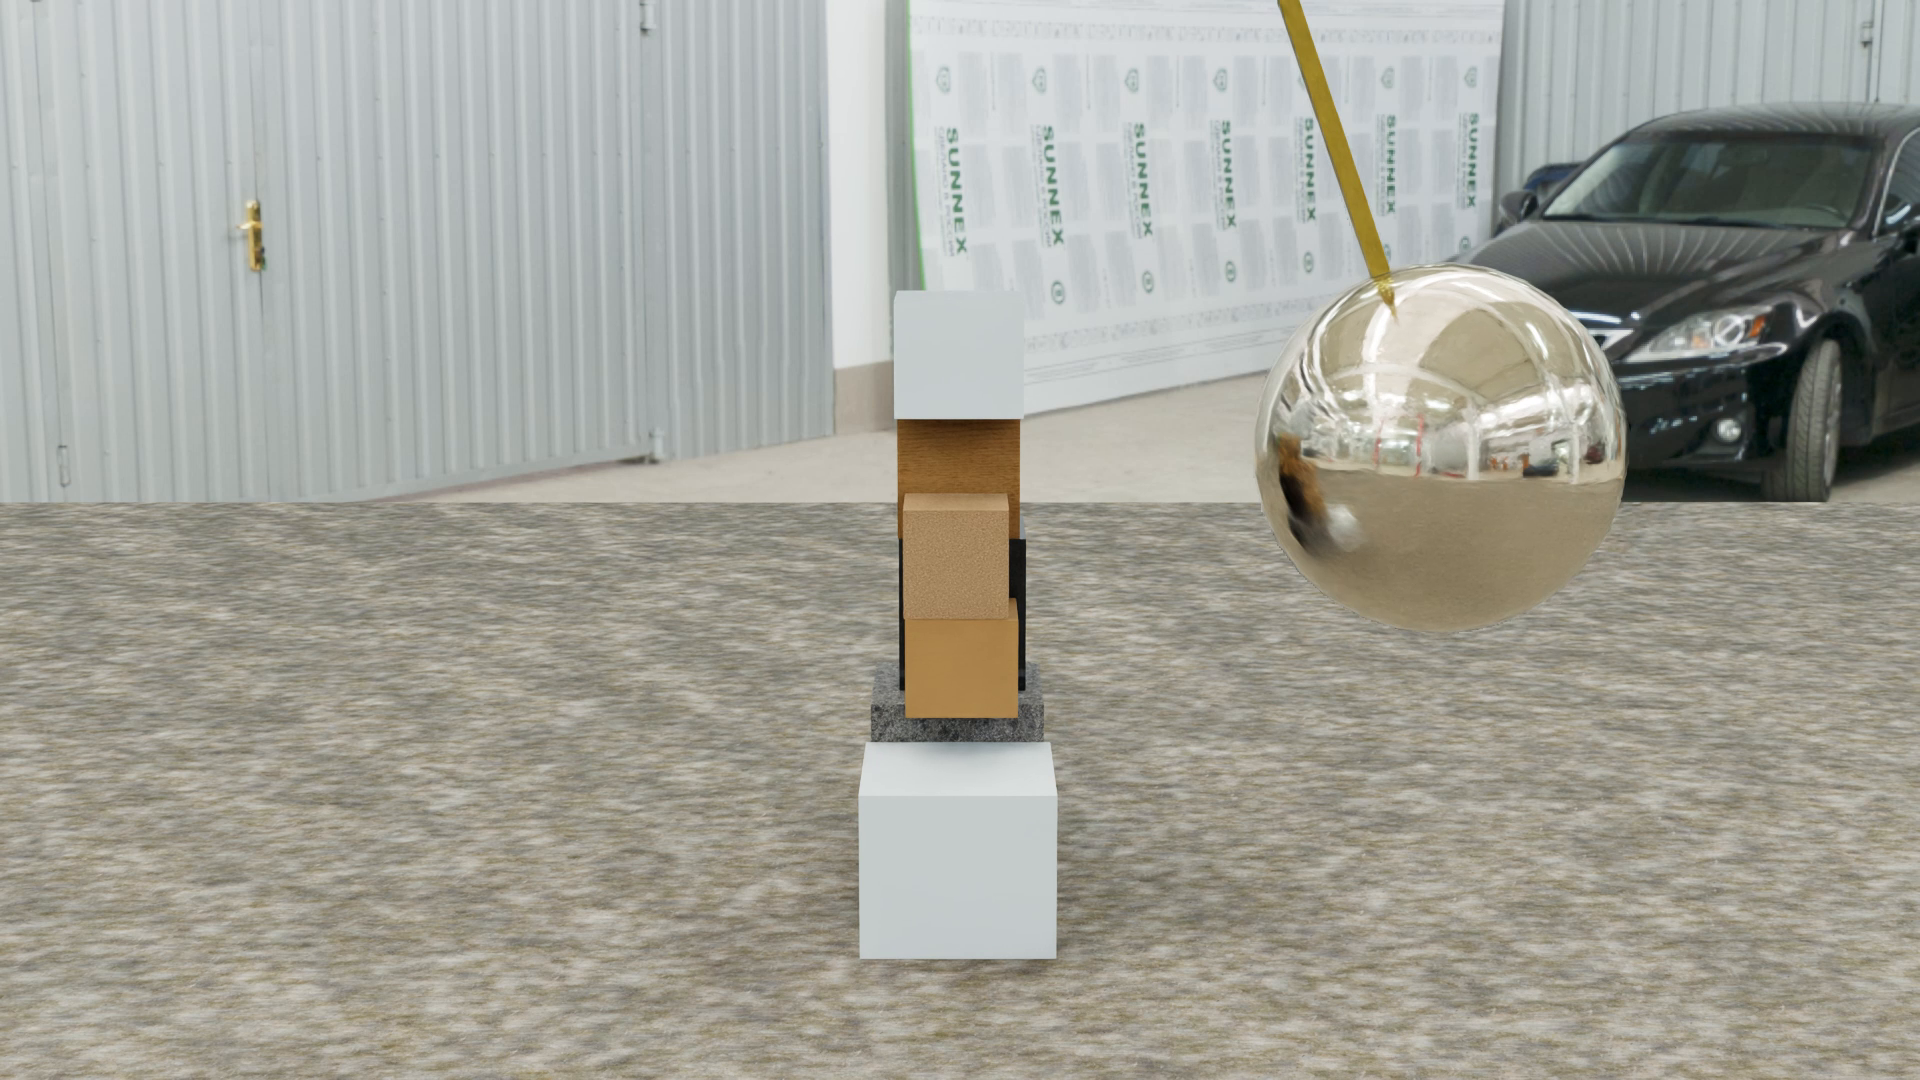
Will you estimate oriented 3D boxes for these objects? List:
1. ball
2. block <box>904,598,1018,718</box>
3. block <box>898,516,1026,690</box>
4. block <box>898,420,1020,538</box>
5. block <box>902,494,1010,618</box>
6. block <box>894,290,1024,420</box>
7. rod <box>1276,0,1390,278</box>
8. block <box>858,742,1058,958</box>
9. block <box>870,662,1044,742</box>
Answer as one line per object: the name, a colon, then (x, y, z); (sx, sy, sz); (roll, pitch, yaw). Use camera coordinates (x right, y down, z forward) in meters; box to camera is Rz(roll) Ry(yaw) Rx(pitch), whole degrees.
ball: (2.074, -0.400, 11.108); (1.600, 1.600, 1.600); (0, 10, 0)
block: (0.007, 0.498, 10.956); (0.472, 0.416, 0.474); (0, 10, 0)
block: (0.011, 0.273, 11.476); (0.552, 0.674, 0.609); (0, 10, 0)
block: (-0.006, -0.328, 11.353); (0.529, 0.554, 0.564); (0, 10, 0)
block: (-0.017, 0.064, 10.900); (0.440, 0.459, 0.447); (0, 10, 0)
block: (-0.004, -0.802, 11.034); (0.545, 0.493, 0.570); (0, 10, 0)
rod: (0.899, -3.539, 10.537); (0.080, 5.200, 0.080); (-20, 10, 4)
block: (-0.008, 1.275, 10.657); (0.790, 0.678, 0.832); (0, 10, 0)
block: (-0.011, 1.047, 11.457); (0.742, 0.842, 0.804); (0, 10, 0)
